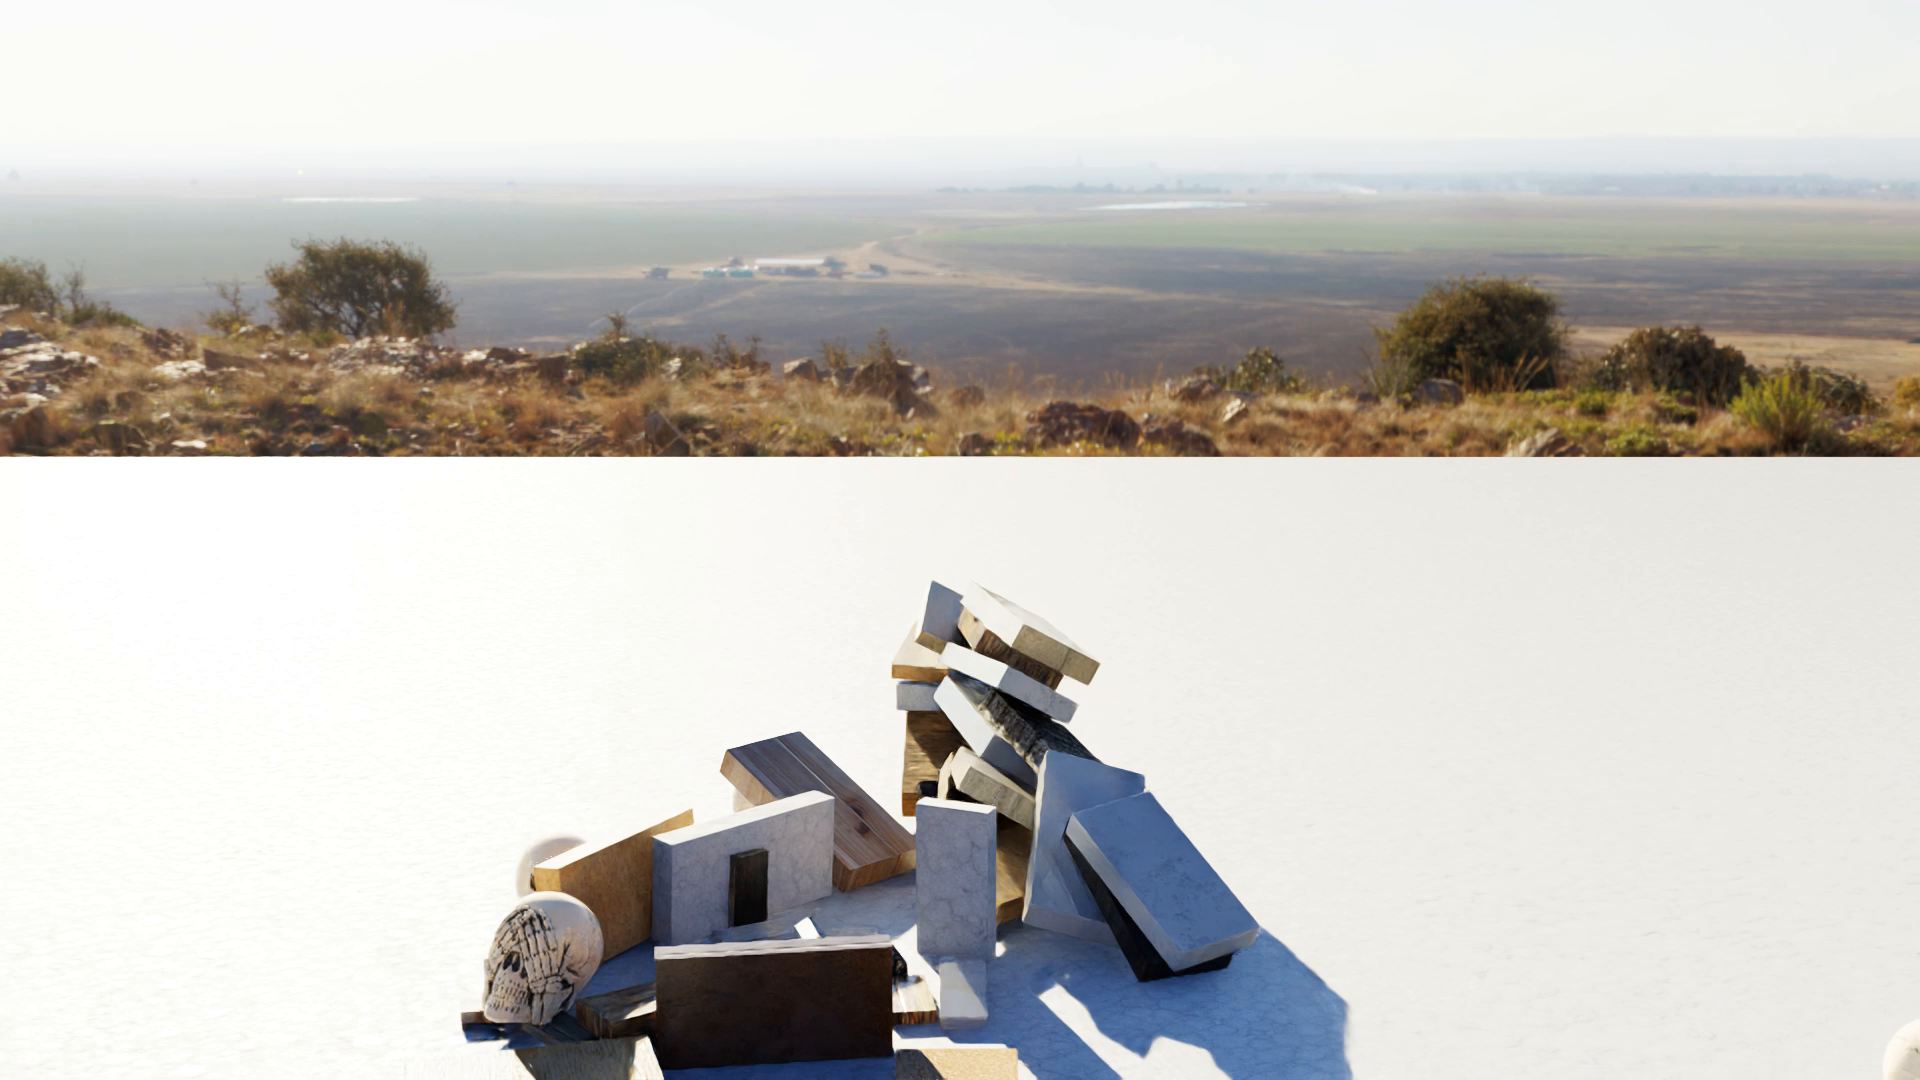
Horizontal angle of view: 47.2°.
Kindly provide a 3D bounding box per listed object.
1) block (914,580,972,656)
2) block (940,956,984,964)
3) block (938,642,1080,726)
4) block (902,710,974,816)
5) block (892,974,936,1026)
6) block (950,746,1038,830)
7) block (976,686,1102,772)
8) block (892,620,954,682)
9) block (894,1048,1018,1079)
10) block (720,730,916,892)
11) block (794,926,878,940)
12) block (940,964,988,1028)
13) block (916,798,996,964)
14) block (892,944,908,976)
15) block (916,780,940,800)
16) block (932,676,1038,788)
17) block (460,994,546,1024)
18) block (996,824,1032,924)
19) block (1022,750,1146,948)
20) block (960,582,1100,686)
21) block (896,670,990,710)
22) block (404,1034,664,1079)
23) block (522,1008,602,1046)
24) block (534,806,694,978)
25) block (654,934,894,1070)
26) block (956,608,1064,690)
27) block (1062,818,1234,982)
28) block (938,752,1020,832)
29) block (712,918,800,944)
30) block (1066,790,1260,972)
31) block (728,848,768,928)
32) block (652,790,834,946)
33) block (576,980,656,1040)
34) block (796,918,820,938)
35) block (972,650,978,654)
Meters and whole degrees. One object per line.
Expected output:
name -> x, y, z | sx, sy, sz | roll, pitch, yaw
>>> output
block -> -0.025, 0.165, 4.397 | 0.111, 0.031, 0.222 | 28, 24, -8
block -> 0.003, 0.654, 3.273 | 0.068, 0.019, 0.136 | 0, 11, -1
block -> 0.085, 0.262, 4.057 | 0.151, 0.043, 0.394 | 29, -4, -16
block -> -0.017, 0.414, 4.171 | 0.175, 0.049, 0.349 | 0, 23, 1
block -> -0.077, 0.668, 3.197 | 0.068, 0.019, 0.136 | -2, 11, -8
block -> 0.065, 0.423, 3.753 | 0.153, 0.043, 0.305 | 29, 0, -3
block -> 0.167, 0.373, 3.859 | 0.173, 0.049, 0.346 | 30, 5, -25
block -> -0.058, 0.221, 4.390 | 0.111, 0.031, 0.222 | 4, 22, 11
block -> -0.005, 0.769, 2.583 | 0.160, 0.045, 0.732 | 0, 11, 0
block -> -0.242, 0.466, 3.816 | 0.173, 0.049, 0.346 | -11, 40, -45
block -> -0.191, 0.610, 3.385 | 0.063, 0.018, 0.125 | -15, -14, 35
block -> 0.005, 0.658, 3.177 | 0.068, 0.019, 0.136 | 0, 22, -1
block -> -0.006, 0.522, 3.373 | 0.121, 0.241, 0.034 | 5, 12, 24
block -> -0.210, 0.643, 3.292 | 0.241, 0.034, 0.121 | -3, 11, -17
block -> -0.027, 0.491, 3.948 | 0.069, 0.020, 0.139 | -3, 45, -18
block -> 0.075, 0.359, 4.027 | 0.173, 0.049, 0.347 | 30, 5, -20
block -> -0.656, 0.673, 3.159 | 0.120, 0.017, 0.060 | -1, 7, -11
block -> 0.086, 0.542, 3.591 | 0.153, 0.043, 0.305 | 31, 20, 29
block -> 0.202, 0.491, 3.524 | 0.170, 0.048, 0.340 | 15, 39, -4
block -> 0.128, 0.173, 4.122 | 0.171, 0.048, 0.341 | 28, 3, -19
block -> -0.015, 0.277, 4.437 | 0.175, 0.049, 0.349 | 1, 10, 7
block -> -0.556, 0.715, 2.869 | 0.320, 0.045, 0.160 | -3, 11, -16
block -> -0.557, 0.690, 3.084 | 0.060, 0.017, 0.120 | -9, 14, -41
block -> -0.527, 0.545, 3.435 | 0.048, 0.170, 0.340 | -1, 9, 29
block -> -0.254, 0.631, 3.005 | 0.320, 0.160, 0.045 | -2, 12, -8
block -> 0.094, 0.204, 4.217 | 0.171, 0.048, 0.341 | 29, 3, -8
block -> 0.288, 0.545, 3.403 | 0.151, 0.043, 0.302 | -4, 40, -23
block -> 0.035, 0.482, 3.838 | 0.153, 0.043, 0.305 | 28, 17, -6
block -> -0.319, 0.621, 3.451 | 0.125, 0.018, 0.063 | -6, 12, -27
block -> 0.309, 0.519, 3.372 | 0.151, 0.043, 0.302 | -11, 44, -31
block -> -0.337, 0.557, 3.502 | 0.063, 0.125, 0.018 | -8, 18, -38
block -> -0.346, 0.526, 3.542 | 0.048, 0.170, 0.340 | 14, 17, 42
block -> -0.405, 0.653, 3.104 | 0.241, 0.034, 0.121 | -8, 8, -33
block -> -0.182, 0.616, 3.142 | 0.021, 0.149, 0.075 | -32, 17, -9
block -> -0.011, 0.215, 4.549 | 0.111, 0.031, 0.222 | -1, 10, -2
